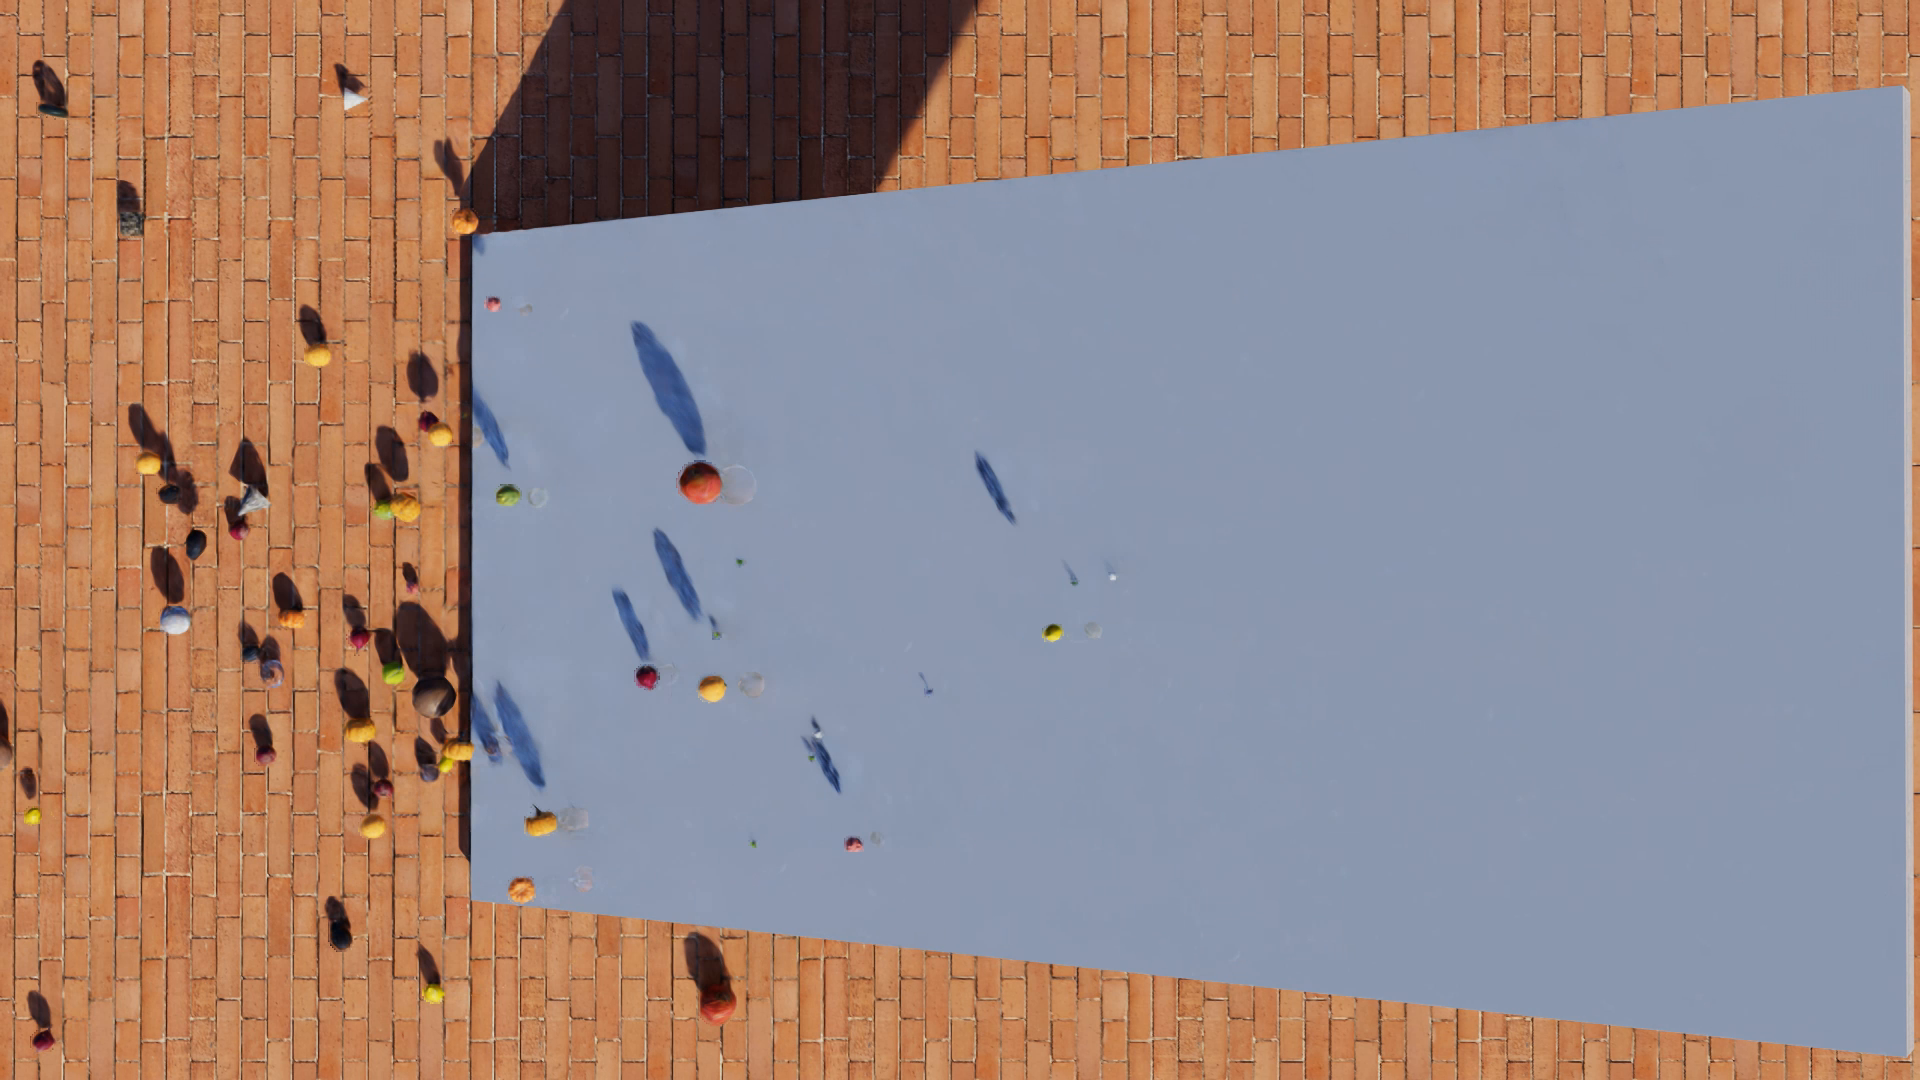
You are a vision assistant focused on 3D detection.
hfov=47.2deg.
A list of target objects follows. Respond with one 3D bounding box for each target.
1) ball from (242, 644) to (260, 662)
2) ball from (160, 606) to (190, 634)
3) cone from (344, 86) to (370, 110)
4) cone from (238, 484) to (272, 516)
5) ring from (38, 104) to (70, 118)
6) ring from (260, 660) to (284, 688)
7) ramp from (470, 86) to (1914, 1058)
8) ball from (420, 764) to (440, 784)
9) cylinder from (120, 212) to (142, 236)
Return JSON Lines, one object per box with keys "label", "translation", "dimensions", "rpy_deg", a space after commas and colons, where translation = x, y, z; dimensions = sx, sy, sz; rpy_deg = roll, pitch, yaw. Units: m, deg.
{"label": "ball", "translation": [-2.149, 0.342, 6.666], "dimensions": [0.054, 0.054, 0.054], "rpy_deg": [0, 89, 0]}
{"label": "ball", "translation": [-2.360, 0.241, 6.615], "dimensions": [0.089, 0.089, 0.089], "rpy_deg": [0, 89, 0]}
{"label": "cone", "translation": [-1.831, -1.340, 6.677], "dimensions": [0.072, 0.072, 0.072], "rpy_deg": [-1, 89, -9]}
{"label": "cone", "translation": [-2.146, -0.104, 6.633], "dimensions": [0.096, 0.096, 0.096], "rpy_deg": [44, 74, 0]}
{"label": "ring", "translation": [-2.745, -1.299, 6.659], "dimensions": [0.089, 0.089, 0.030], "rpy_deg": [14, 94, 0]}
{"label": "ring", "translation": [-2.084, 0.405, 6.665], "dimensions": [0.088, 0.029, 0.088], "rpy_deg": [1, 93, 28]}
{"label": "ramp", "translation": [0.264, 0.073, 5.609], "dimensions": [4.000, 0.100, 2.000], "rpy_deg": [0, 89, 31]}
{"label": "ball", "translation": [-1.607, 0.707, 6.662], "dimensions": [0.060, 0.060, 0.060], "rpy_deg": [0, 89, 0]}
{"label": "cylinder", "translation": [-2.513, -0.958, 6.670], "dimensions": [0.062, 0.062, 0.062], "rpy_deg": [-1, 83, 0]}
